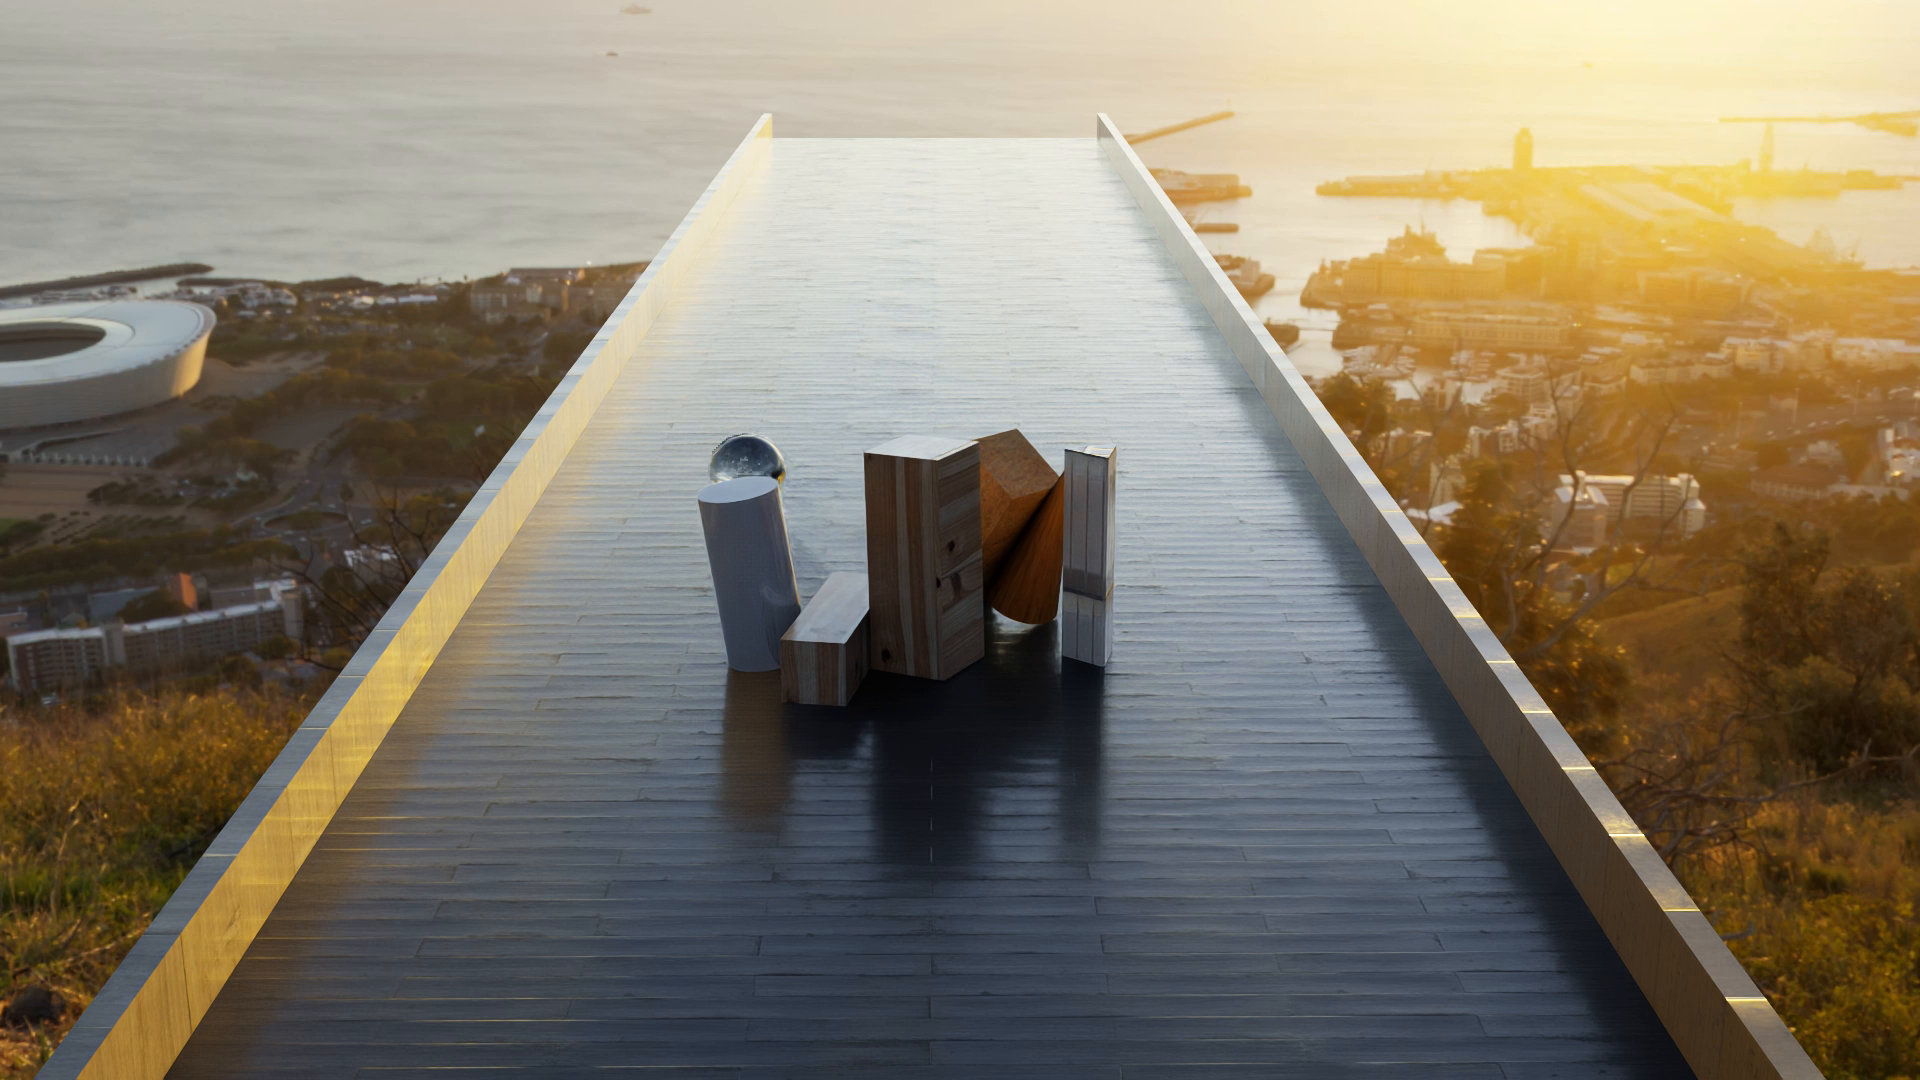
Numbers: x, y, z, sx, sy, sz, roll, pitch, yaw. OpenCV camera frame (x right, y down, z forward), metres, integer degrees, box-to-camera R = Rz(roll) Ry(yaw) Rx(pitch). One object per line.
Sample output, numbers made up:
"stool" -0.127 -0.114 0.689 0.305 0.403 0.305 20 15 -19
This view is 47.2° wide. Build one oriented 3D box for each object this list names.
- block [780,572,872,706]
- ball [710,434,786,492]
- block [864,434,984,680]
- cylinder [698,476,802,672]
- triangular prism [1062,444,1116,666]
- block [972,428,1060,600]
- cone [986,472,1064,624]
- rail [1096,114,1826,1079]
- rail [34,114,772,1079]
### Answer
"block" -0.239 0.191 4.365 0.126 0.126 0.436 3 17 10
"ball" -0.527 -0.166 5.455 0.189 0.189 0.189 0 17 0
"block" -0.069 0.032 4.335 0.165 0.443 0.165 7 18 28
"cylinder" -0.409 0.067 4.349 0.161 0.353 0.161 -8 18 3
"triangular prism" 0.277 0.026 4.385 0.108 0.430 0.093 15 22 40
"block" 0.035 -0.035 4.649 0.165 0.370 0.165 -17 59 -45
"cone" 0.183 -0.023 4.579 0.160 0.382 0.160 13 33 -9
"rail" 0.932 -0.844 7.801 0.050 0.150 12.000 0 17 -1
"rail" -1.118 -0.838 7.780 0.050 0.150 12.000 0 17 -1
